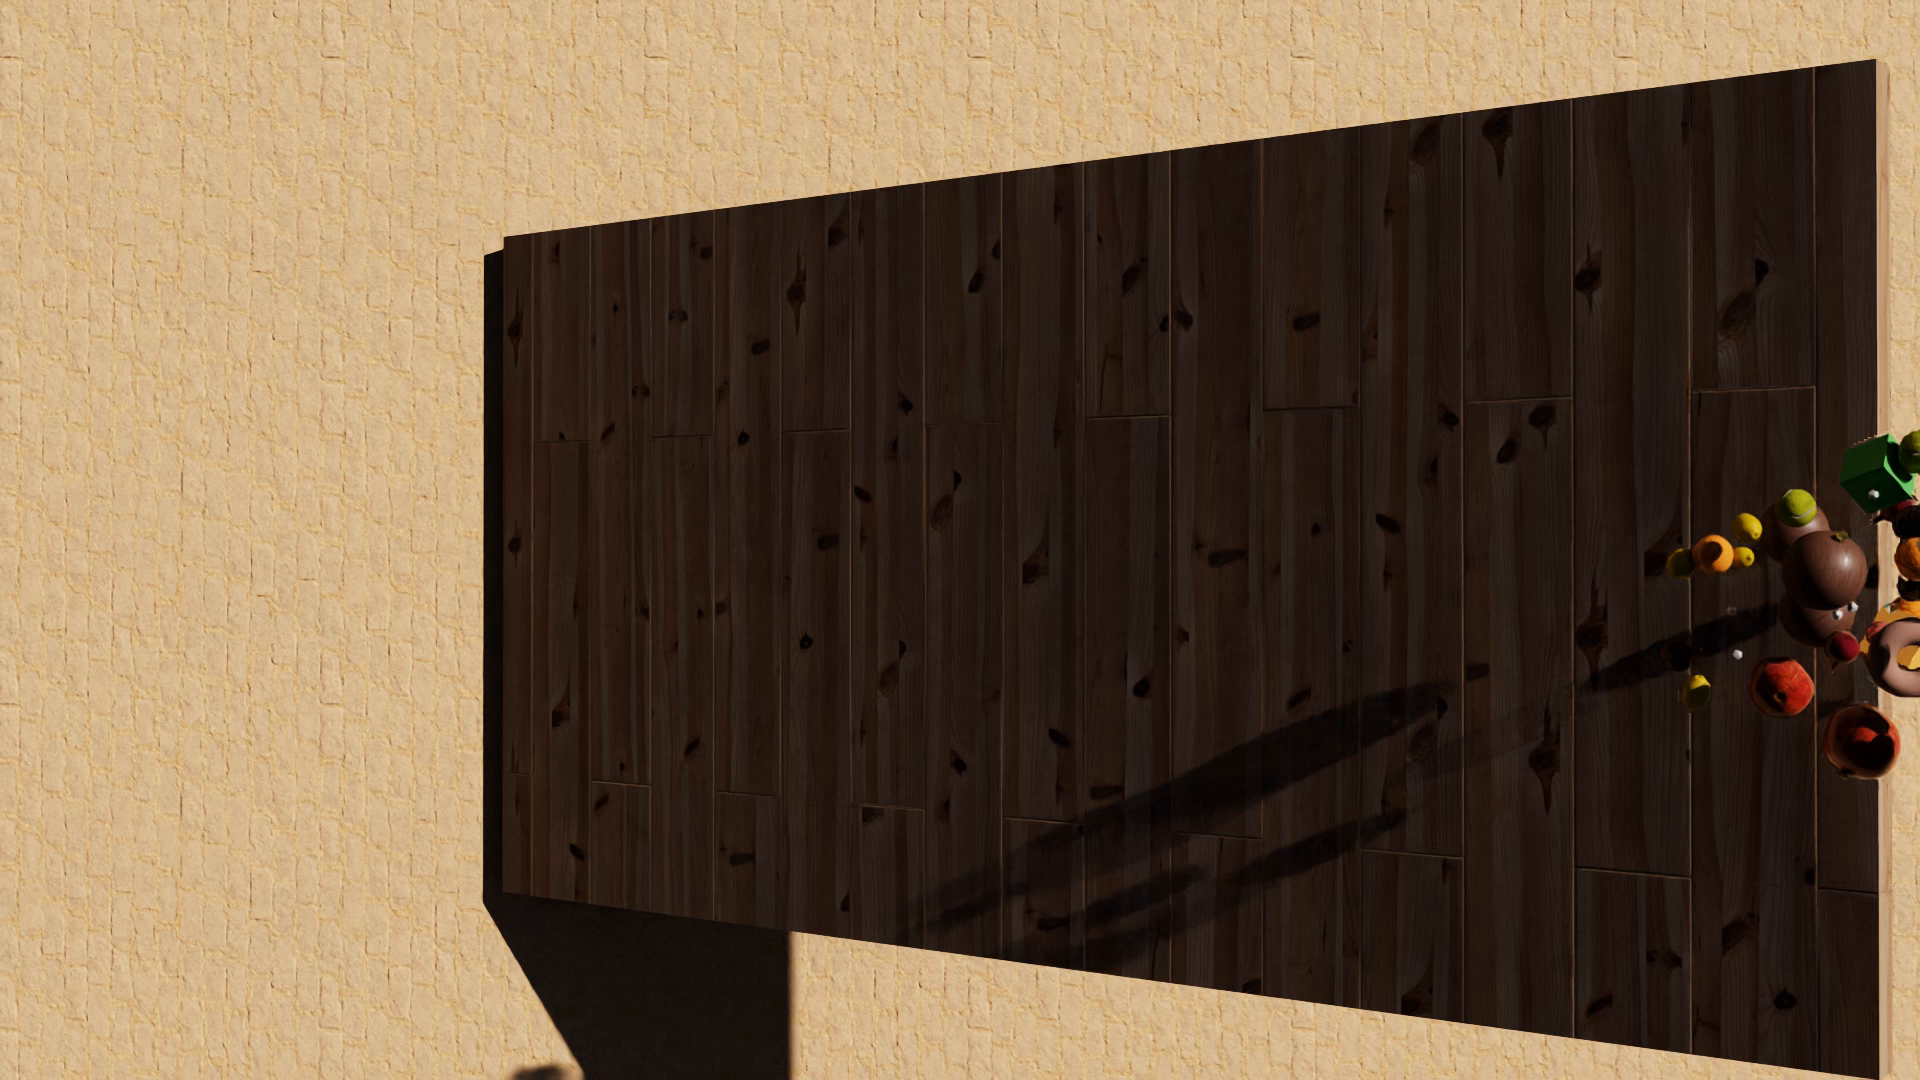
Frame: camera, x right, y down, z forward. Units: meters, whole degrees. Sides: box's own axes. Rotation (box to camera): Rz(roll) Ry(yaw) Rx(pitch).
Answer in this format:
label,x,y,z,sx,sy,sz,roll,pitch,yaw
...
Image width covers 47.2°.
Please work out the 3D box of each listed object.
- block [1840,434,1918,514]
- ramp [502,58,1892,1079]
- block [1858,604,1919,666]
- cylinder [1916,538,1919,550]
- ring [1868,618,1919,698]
label,x,y,z,sx,sy,sz,roll,pitch,yaw
block,1.451,-0.104,3.475,0.077,0.077,0.077,42,50,-17
ramp,0.231,0.065,5.549,4.000,0.100,2.000,0,89,37
block,1.698,0.195,3.963,0.097,0.097,0.097,42,77,-42
cylinder,1.354,0.019,2.978,0.080,0.080,0.080,-37,95,0
ring,1.405,0.174,3.251,0.122,0.041,0.122,2,103,8
